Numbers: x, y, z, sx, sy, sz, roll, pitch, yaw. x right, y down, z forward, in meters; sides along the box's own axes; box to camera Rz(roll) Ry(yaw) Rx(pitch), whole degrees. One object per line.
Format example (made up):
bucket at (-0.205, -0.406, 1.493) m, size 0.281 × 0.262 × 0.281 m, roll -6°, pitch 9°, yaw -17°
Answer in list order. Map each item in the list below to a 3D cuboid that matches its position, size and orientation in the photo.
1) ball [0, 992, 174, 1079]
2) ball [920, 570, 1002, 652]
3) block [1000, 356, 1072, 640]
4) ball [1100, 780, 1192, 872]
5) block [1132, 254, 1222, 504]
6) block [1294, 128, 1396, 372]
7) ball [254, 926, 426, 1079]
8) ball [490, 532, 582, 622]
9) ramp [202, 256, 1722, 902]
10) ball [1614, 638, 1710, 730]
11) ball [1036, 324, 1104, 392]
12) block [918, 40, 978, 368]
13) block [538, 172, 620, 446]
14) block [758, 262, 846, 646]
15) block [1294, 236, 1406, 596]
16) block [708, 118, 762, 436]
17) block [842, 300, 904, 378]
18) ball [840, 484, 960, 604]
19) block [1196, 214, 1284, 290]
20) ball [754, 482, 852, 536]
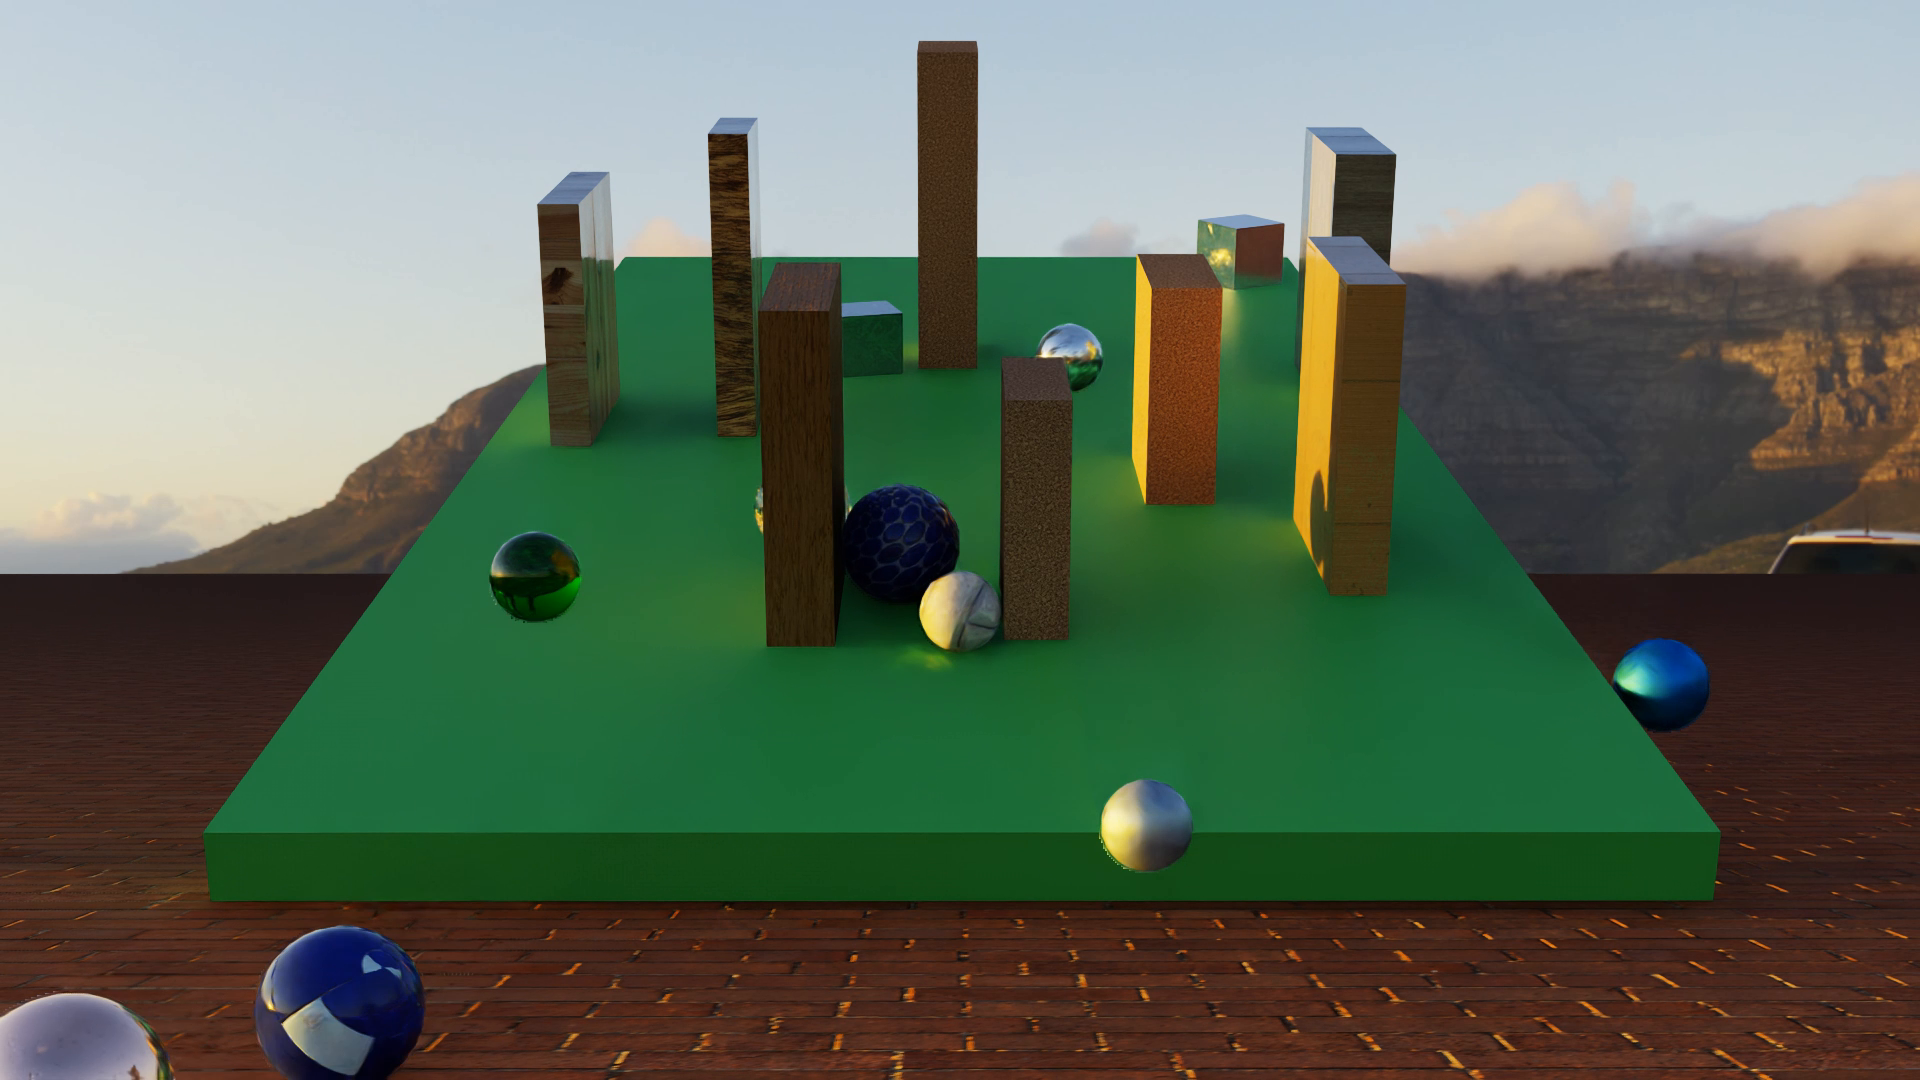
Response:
ball at (-0.626, 0.391, 1.565) m, size 0.145 × 0.145 × 0.145 m, roll 0°, pitch -1°, yaw 0°
ball at (0.001, 0.114, 3.570) m, size 0.130 × 0.130 × 0.130 m, roll 0°, pitch -1°, yaw 0°
block at (0.123, -0.074, 3.709) m, size 0.106 × 0.401 × 0.294 m, roll 0°, pitch 18°, yaw 0°
ball at (0.238, 0.363, 2.847) m, size 0.117 × 0.117 × 0.117 m, roll 0°, pitch -1°, yaw 0°
block at (0.426, -0.324, 4.438) m, size 0.134 × 0.426 × 0.344 m, roll 0°, pitch 18°, yaw 0°
block at (0.881, -0.633, 5.154) m, size 0.132 × 0.572 × 0.438 m, roll 0°, pitch 18°, yaw 0°
ball at (-0.524, 0.397, 1.893) m, size 0.140 × 0.140 × 0.140 m, roll 0°, pitch -1°, yaw 0°
ball at (-0.702, 0.060, 3.701) m, size 0.149 × 0.149 × 0.149 m, roll 0°, pitch -1°, yaw 0°
ramp at (-0.004, -0.187, 4.864) m, size 2.000 × 0.100 × 4.000 m, roll 0°, pitch 18°, yaw 0°
ball at (1.086, 0.224, 3.465) m, size 0.144 × 0.144 × 0.144 m, roll 0°, pitch -1°, yaw 0°
ball at (0.253, -0.421, 5.170) m, size 0.156 × 0.156 × 0.156 m, roll 0°, pitch -1°, yaw 0°
block at (-0.029, -0.811, 5.409) m, size 0.141 × 0.749 × 0.271 m, roll 0°, pitch 18°, yaw 0°
block at (-0.823, -0.510, 4.862) m, size 0.085 × 0.514 × 0.435 m, roll 0°, pitch 18°, yaw 0°
block at (-0.257, -0.150, 3.700) m, size 0.110 × 0.550 × 0.386 m, roll 0°, pitch 18°, yaw 0°
block at (0.683, -0.230, 3.963) m, size 0.097 × 0.541 × 0.435 m, roll 0°, pitch 18°, yaw 0°
block at (-0.480, -0.569, 4.832) m, size 0.082 × 0.646 × 0.260 m, roll 0°, pitch 18°, yaw 0°
block at (-0.228, -0.484, 5.375) m, size 0.147 × 0.147 × 0.147 m, roll -5°, pitch 19°, yaw -16°
ball at (-0.101, 0.006, 3.785) m, size 0.202 × 0.202 × 0.202 m, roll 0°, pitch -1°, yaw 0°
block at (0.797, -0.821, 6.371) m, size 0.174 × 0.174 × 0.174 m, roll -11°, pitch 21°, yaw -30°
ball at (-0.283, -0.058, 4.025) m, size 0.175 × 0.175 × 0.175 m, roll 0°, pitch -1°, yaw 0°
